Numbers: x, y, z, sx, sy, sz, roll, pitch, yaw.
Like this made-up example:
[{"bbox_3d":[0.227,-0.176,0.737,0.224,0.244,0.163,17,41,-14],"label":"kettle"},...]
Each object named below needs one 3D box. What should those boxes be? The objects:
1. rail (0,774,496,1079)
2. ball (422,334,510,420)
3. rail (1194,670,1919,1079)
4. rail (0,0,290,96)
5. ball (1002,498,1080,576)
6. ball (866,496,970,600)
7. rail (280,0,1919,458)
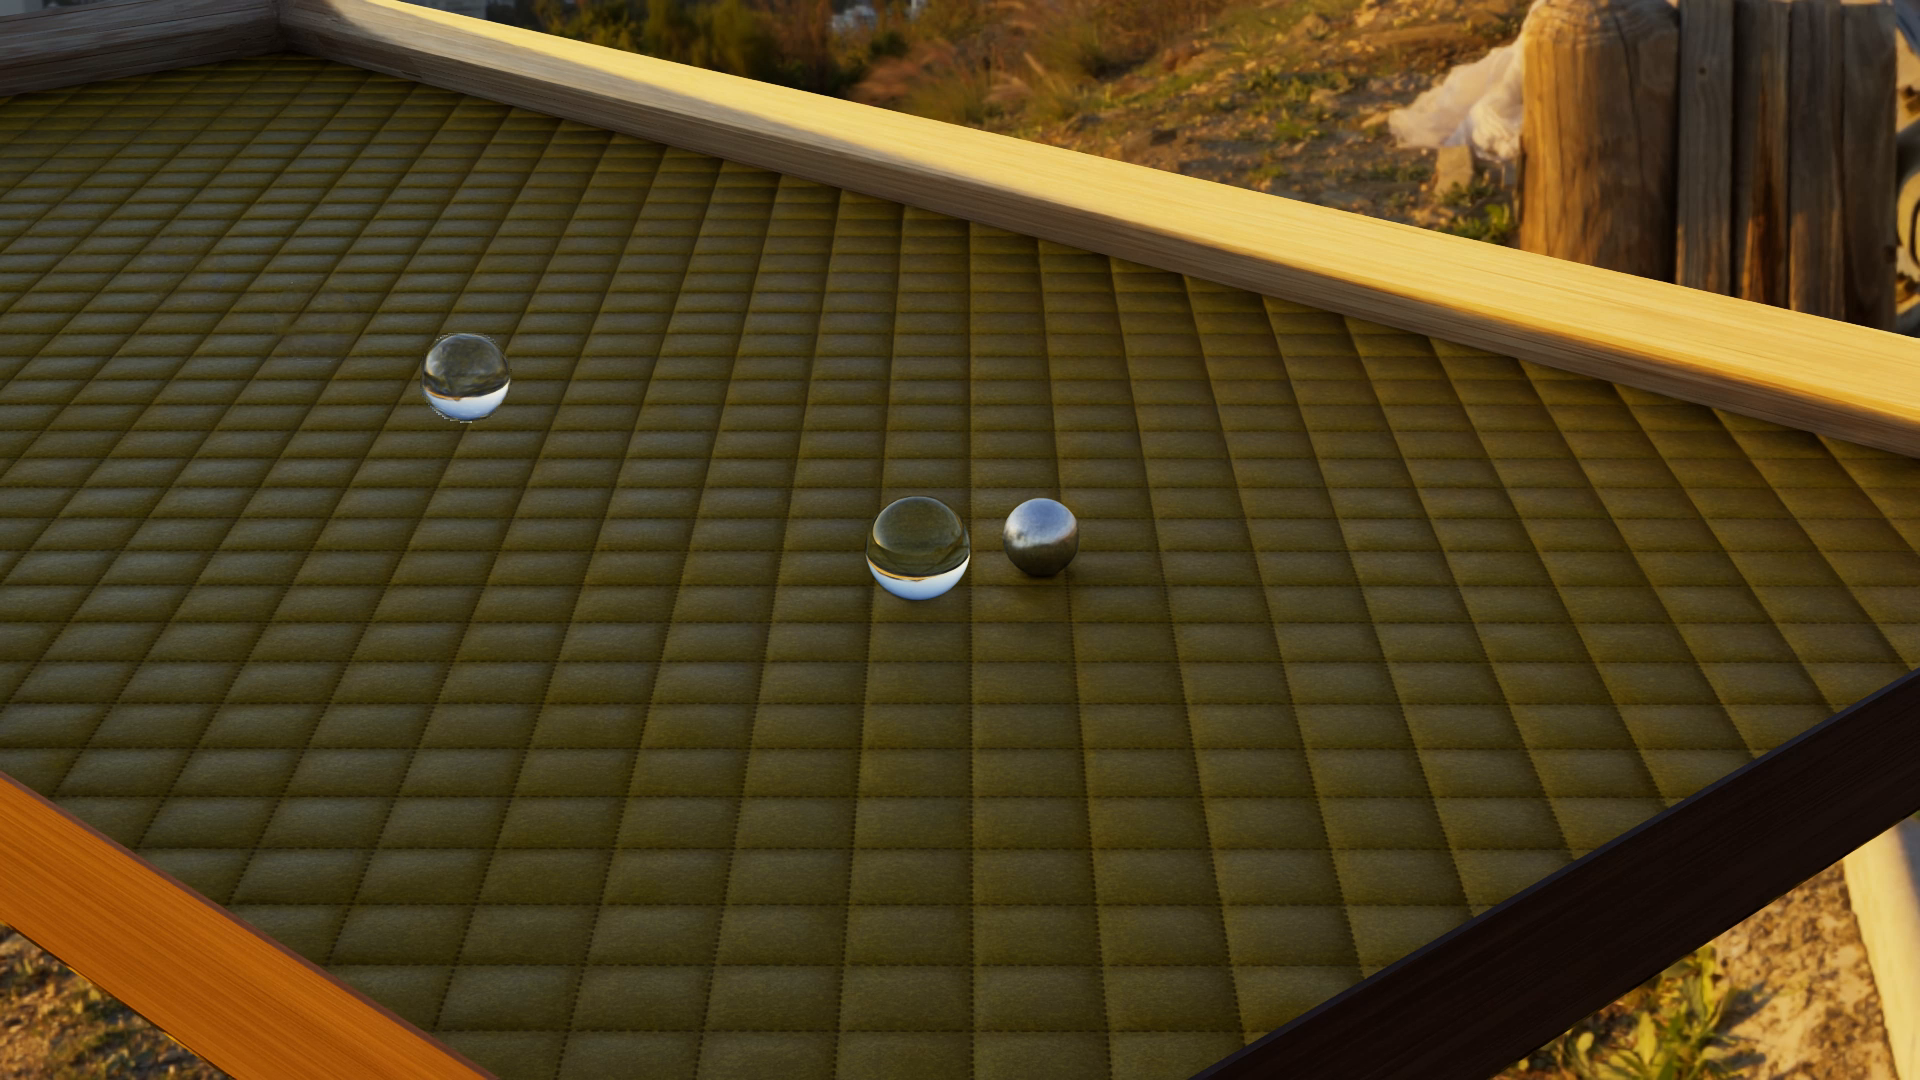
[{"bbox_3d":[-1.248,-0.004,2.618,0.045,0.123,3.401,-19,28,-41],"label":"rail"},{"bbox_3d":[-0.522,-0.172,3.109,0.093,0.093,0.093,0,21,0],"label":"ball"},{"bbox_3d":[0.583,0.187,2.111,1.877,0.123,0.045,-19,28,-41],"label":"rail"},{"bbox_3d":[-1.783,-0.651,4.334,1.877,0.123,0.045,-19,28,-41],"label":"rail"},{"bbox_3d":[0.074,-0.003,2.690,0.071,0.071,0.071,0,21,0],"label":"ball"},{"bbox_3d":[-0.038,0.007,2.631,0.095,0.095,0.095,0,21,0],"label":"ball"},{"bbox_3d":[0.048,-0.460,3.827,0.045,0.123,3.401,-19,28,-41],"label":"rail"}]
